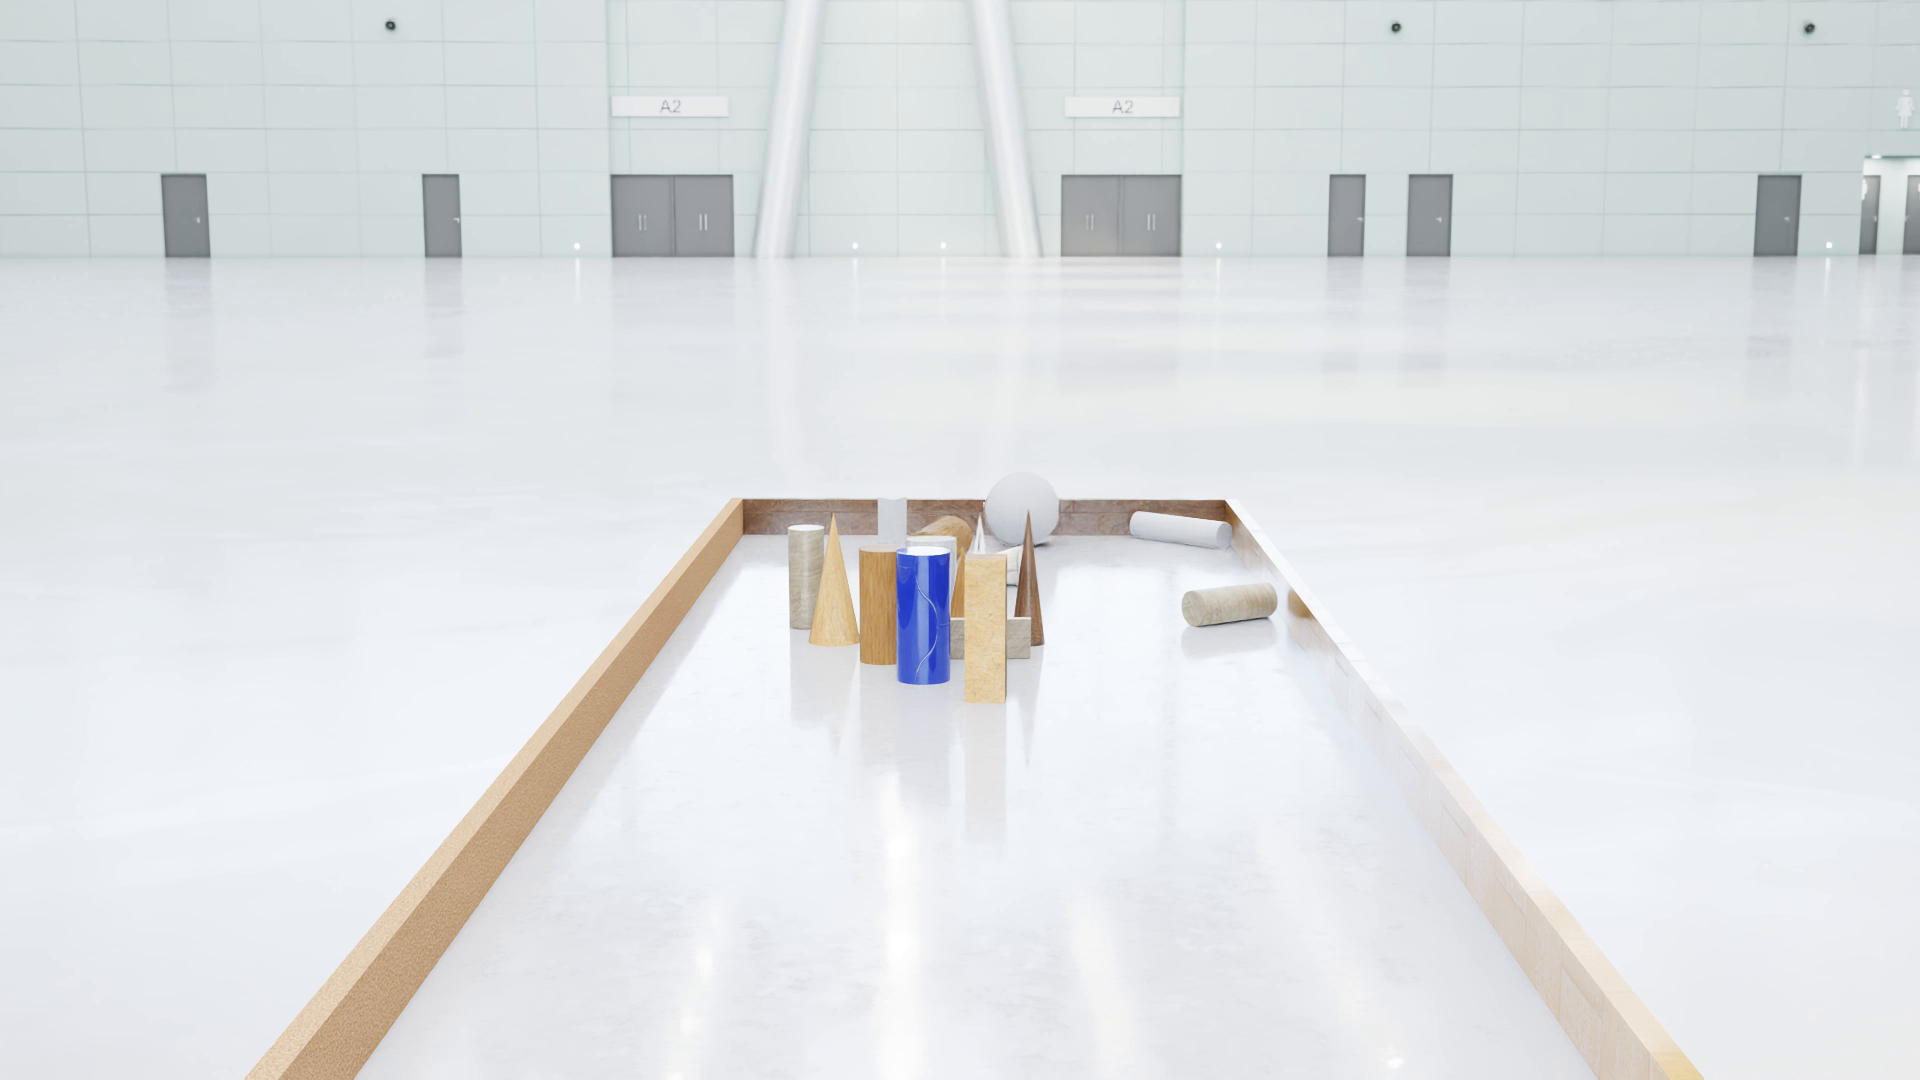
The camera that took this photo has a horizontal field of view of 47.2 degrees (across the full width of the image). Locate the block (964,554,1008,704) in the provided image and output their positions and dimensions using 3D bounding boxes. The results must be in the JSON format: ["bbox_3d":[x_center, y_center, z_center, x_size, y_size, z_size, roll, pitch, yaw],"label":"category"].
[{"bbox_3d":[0.073,0.247,6.159,0.112,0.404,0.112,1,9,4],"label":"block"}]

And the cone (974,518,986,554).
[{"bbox_3d":[0.064,0.098,7.179,0.121,0.380,0.121,0,9,0],"label":"cone"}]

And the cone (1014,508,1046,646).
[{"bbox_3d":[0.214,0.107,6.917,0.111,0.444,0.111,0,9,0],"label":"cone"}]

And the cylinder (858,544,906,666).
[{"bbox_3d":[-0.232,0.195,6.673,0.148,0.345,0.148,0,9,0],"label":"cylinder"}]

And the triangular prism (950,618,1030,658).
[{"bbox_3d":[0.031,0.278,6.719,0.366,0.111,0.128,0,45,-2],"label":"triangular prism"}]

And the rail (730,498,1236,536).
[{"bbox_3d":[0.099,-0.098,9.147,2.100,0.150,0.050,0,9,1],"label":"rail"}]

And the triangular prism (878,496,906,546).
[{"bbox_3d":[-0.208,0.072,7.201,0.080,0.425,0.092,-7,11,-36],"label":"triangular prism"}]

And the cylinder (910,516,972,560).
[{"bbox_3d":[-0.083,0.023,8.319,0.171,0.171,0.434,2,9,13],"label":"cylinder"}]

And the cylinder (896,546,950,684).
[{"bbox_3d":[-0.107,0.219,6.412,0.160,0.380,0.160,0,9,0],"label":"cylinder"}]

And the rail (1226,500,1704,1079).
[{"bbox_3d":[1.046,0.843,3.208,0.050,0.150,12.000,0,9,1],"label":"rail"}]

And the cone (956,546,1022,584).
[{"bbox_3d":[0.036,0.116,8.042,0.435,0.148,0.148,-7,6,22],"label":"cone"}]

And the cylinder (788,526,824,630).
[{"bbox_3d":[-0.502,0.122,7.190,0.117,0.328,0.117,0,9,0],"label":"cylinder"}]

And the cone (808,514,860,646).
[{"bbox_3d":[-0.398,0.117,6.948,0.166,0.415,0.166,0,9,0],"label":"cone"}]

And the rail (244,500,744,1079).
[{"bbox_3d":[-1.004,0.839,3.234,0.050,0.150,12.000,0,9,1],"label":"rail"}]

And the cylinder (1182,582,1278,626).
[{"bbox_3d":[0.895,0.211,7.300,0.316,0.119,0.119,-6,11,-33],"label":"cylinder"}]

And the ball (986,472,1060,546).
[{"bbox_3d":[0.251,-0.124,8.830,0.300,0.300,0.300,0,9,0],"label":"ball"}]

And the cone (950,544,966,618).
[{"bbox_3d":[0.009,0.174,6.839,0.129,0.336,0.129,0,9,0],"label":"cone"}]

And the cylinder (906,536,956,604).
[{"bbox_3d":[-0.088,0.158,6.952,0.159,0.326,0.159,-1,7,0],"label":"cylinder"}]

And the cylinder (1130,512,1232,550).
[{"bbox_3d":[0.895,-0.041,8.924,0.442,0.109,0.109,9,12,43],"label":"cylinder"}]
